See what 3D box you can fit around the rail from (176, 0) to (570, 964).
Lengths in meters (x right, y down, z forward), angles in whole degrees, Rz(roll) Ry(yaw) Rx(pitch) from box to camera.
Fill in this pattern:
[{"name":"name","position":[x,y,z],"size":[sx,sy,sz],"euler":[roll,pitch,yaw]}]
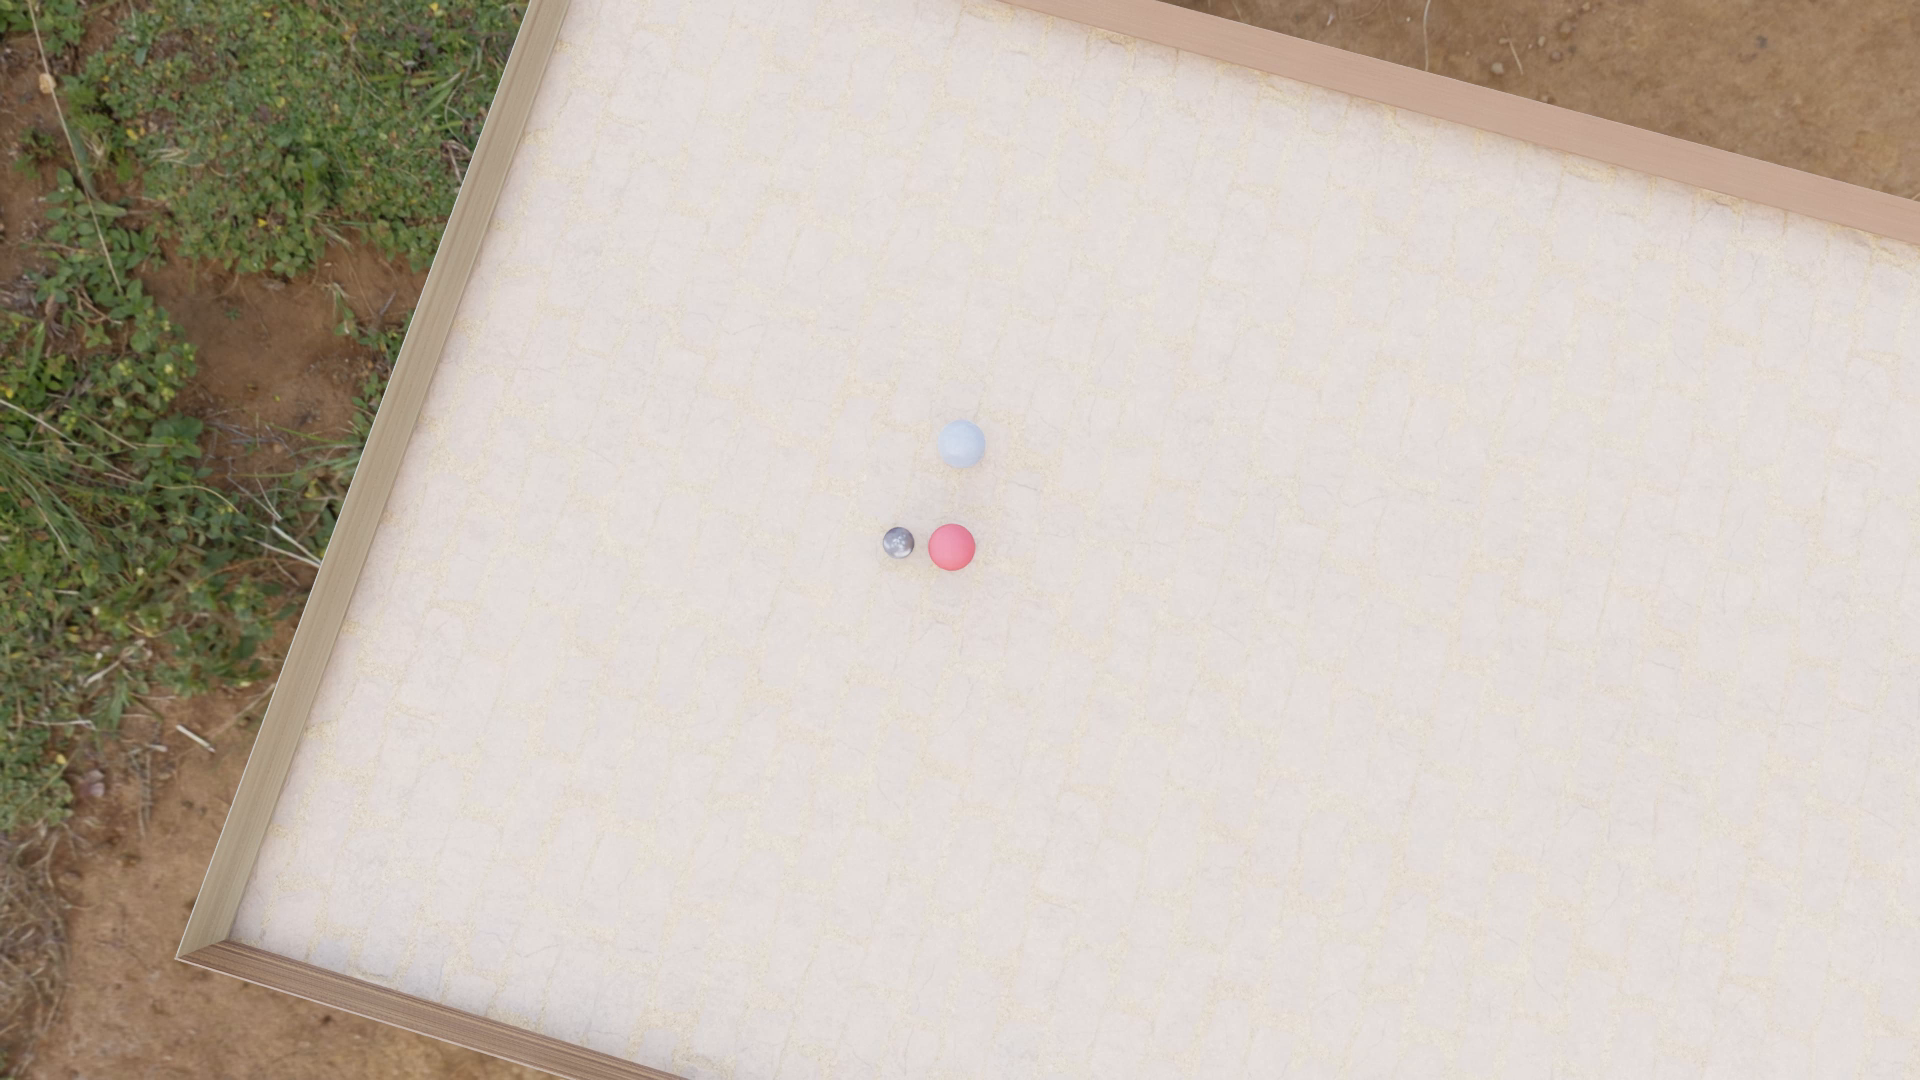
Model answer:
[{"name":"rail","position":[-0.836,-0.241,3.375],"size":[0.045,0.098,1.831],"euler":[16,77,4]}]

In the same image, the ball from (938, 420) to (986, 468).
[{"name":"ball","position":[0.003,-0.147,3.365],"size":[0.075,0.075,0.075],"euler":[0,76,0]}]

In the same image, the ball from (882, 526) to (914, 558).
[{"name":"ball","position":[-0.093,0.005,3.341],"size":[0.049,0.049,0.049],"euler":[0,76,0]}]

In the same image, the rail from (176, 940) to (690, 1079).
[{"name":"rail","position":[0.609,1.070,3.051],"size":[3.576,0.098,0.045],"euler":[16,77,4]}]

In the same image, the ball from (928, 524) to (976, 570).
[{"name":"ball","position":[-0.012,0.011,3.327],"size":[0.072,0.072,0.072],"euler":[0,76,0]}]

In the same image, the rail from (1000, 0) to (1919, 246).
[{"name":"rail","position":[1.108,-0.592,3.462],"size":[3.576,0.098,0.045],"euler":[16,77,4]}]
